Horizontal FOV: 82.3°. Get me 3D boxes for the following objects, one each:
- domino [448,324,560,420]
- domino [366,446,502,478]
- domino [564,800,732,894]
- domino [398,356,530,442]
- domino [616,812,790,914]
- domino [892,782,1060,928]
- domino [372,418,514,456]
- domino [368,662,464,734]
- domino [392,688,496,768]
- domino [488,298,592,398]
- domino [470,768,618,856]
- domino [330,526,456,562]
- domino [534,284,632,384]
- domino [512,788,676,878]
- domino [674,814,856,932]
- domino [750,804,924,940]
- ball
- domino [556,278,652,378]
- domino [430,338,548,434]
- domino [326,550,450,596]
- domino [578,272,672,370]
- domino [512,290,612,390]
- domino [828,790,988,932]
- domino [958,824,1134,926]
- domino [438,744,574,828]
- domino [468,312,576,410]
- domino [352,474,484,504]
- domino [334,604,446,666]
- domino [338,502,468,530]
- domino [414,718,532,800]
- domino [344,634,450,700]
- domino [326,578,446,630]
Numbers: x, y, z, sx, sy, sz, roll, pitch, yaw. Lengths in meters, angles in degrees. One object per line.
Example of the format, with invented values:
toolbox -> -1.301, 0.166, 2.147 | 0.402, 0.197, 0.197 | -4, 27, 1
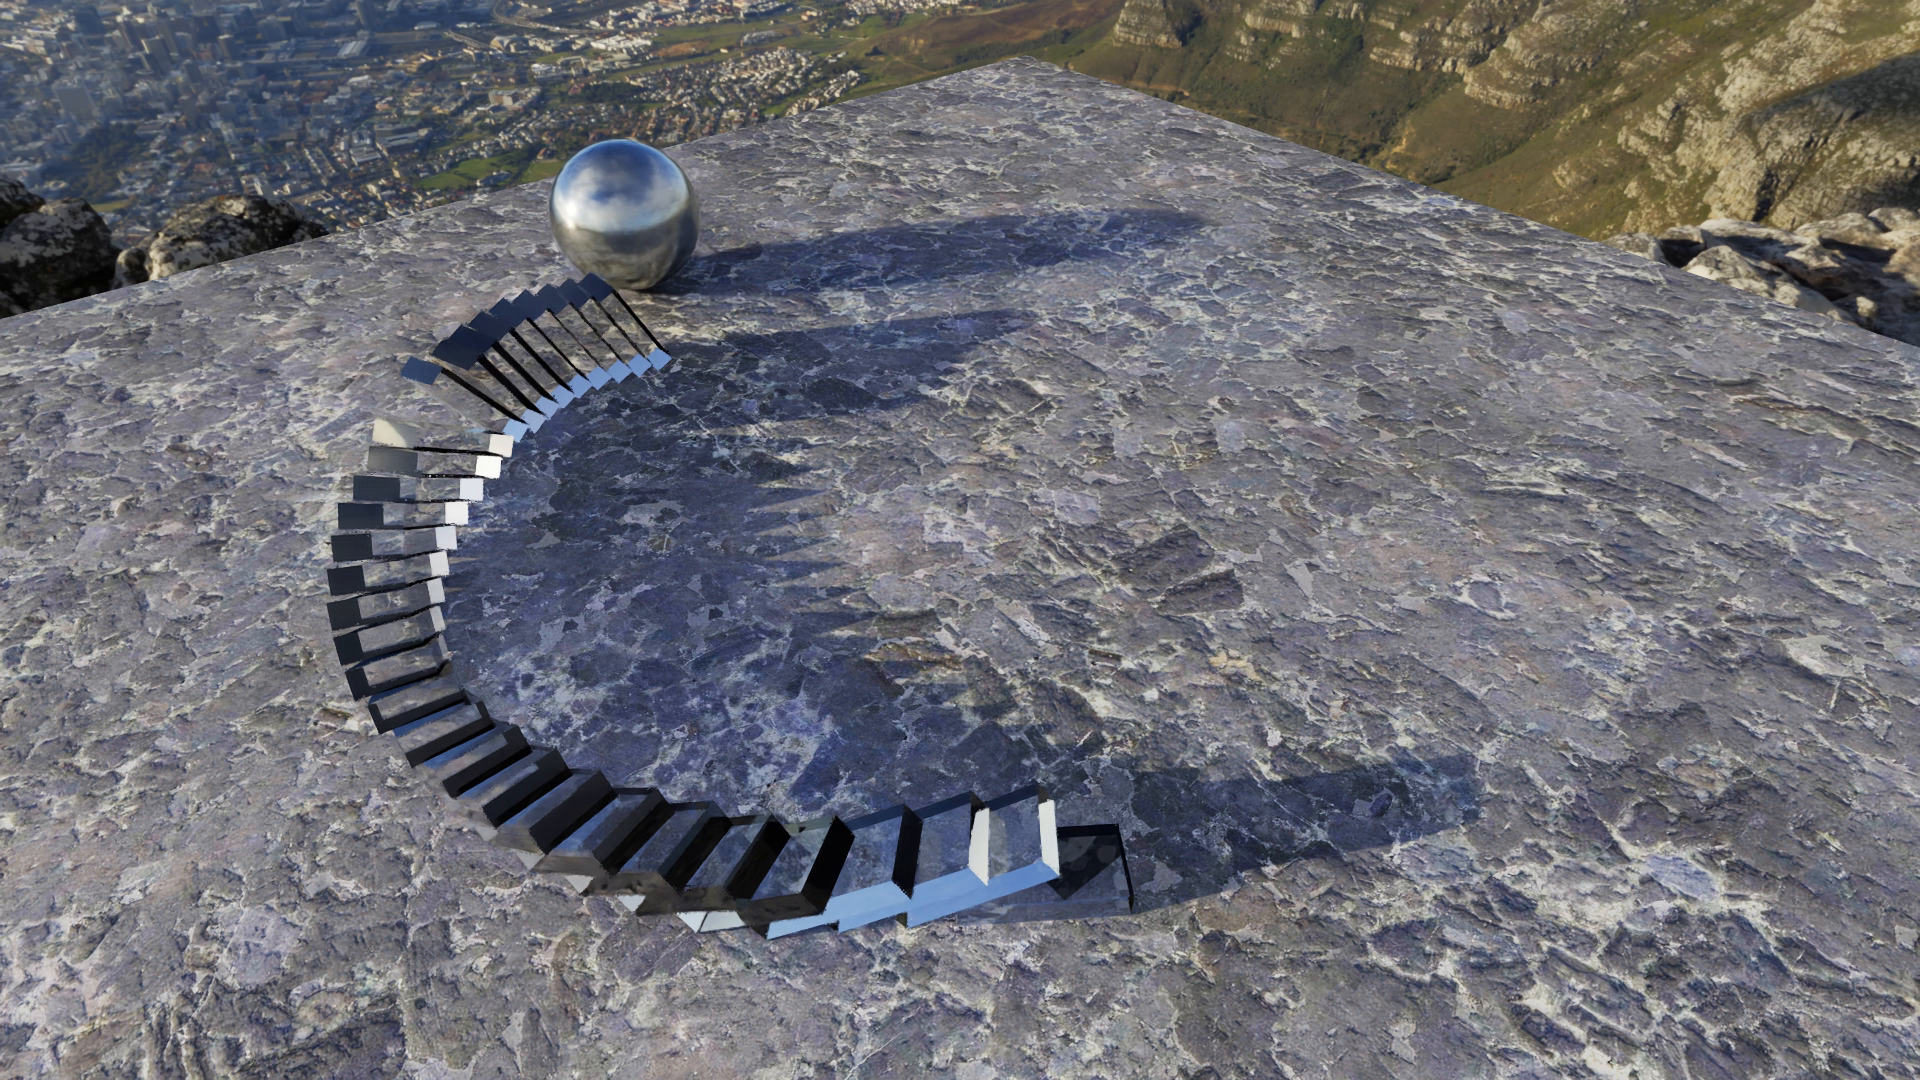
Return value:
domino -> -0.209, -0.076, 0.506 | 0.025, 0.050, 0.009 | 24, 72, 27
domino -> -0.219, -0.032, 0.461 | 0.025, 0.010, 0.050 | 9, 5, 11
domino -> -0.090, 0.088, 0.315 | 0.050, 0.010, 0.025 | -15, 26, 40
domino -> -0.219, -0.062, 0.487 | 0.025, 0.050, 0.010 | 17, 75, 31
domino -> -0.073, 0.092, 0.310 | 0.050, 0.009, 0.025 | -17, 27, 38
domino -> 0.003, 0.090, 0.313 | 0.050, 0.009, 0.025 | -26, 37, 21
domino -> -0.222, -0.044, 0.474 | 0.025, 0.009, 0.050 | 13, 6, 24
domino -> -0.178, 0.051, 0.360 | 0.025, 0.010, 0.050 | -22, 8, -24
domino -> -0.166, 0.059, 0.350 | 0.025, 0.010, 0.050 | -26, 10, -29
domino -> -0.199, -0.091, 0.523 | 0.025, 0.050, 0.010 | 34, 76, 34
domino -> -0.124, 0.079, 0.325 | 0.050, 0.009, 0.025 | -12, 22, 48
domino -> -0.215, 0.001, 0.420 | 0.025, 0.009, 0.050 | -4, 3, -4
domino -> -0.183, -0.100, 0.534 | 0.009, 0.050, 0.025 | -46, 53, -10
domino -> -0.107, 0.084, 0.320 | 0.050, 0.009, 0.025 | -13, 24, 43
domino -> -0.055, 0.094, 0.308 | 0.050, 0.010, 0.025 | -20, 29, 33
domino -> -0.035, 0.093, 0.310 | 0.050, 0.009, 0.025 | -23, 33, 24
ball -> -0.184, -0.178, 0.606 | 0.080, 0.080, 0.080 | 0, 39, 0
domino -> -0.174, -0.104, 0.539 | 0.010, 0.050, 0.025 | -46, 53, -10
domino -> -0.212, -0.069, 0.497 | 0.025, 0.050, 0.009 | 22, 71, 24
domino -> -0.210, 0.012, 0.407 | 0.025, 0.010, 0.050 | -7, 4, -9
domino -> -0.165, -0.108, 0.544 | 0.009, 0.050, 0.025 | -46, 53, -10
domino -> -0.191, -0.096, 0.529 | 0.010, 0.050, 0.025 | -46, 53, -10
domino -> -0.016, 0.091, 0.312 | 0.050, 0.010, 0.025 | -25, 35, 22
domino -> 0.024, 0.098, 0.324 | 0.050, 0.009, 0.025 | -3, 39, -3
domino -> -0.139, 0.073, 0.333 | 0.025, 0.010, 0.050 | -36, 15, -35
domino -> -0.204, -0.084, 0.514 | 0.025, 0.050, 0.009 | 28, 73, 30
domino -> -0.219, -0.021, 0.447 | 0.025, 0.010, 0.050 | 4, 4, 5
domino -> -0.197, 0.032, 0.382 | 0.025, 0.009, 0.050 | -14, 6, -16
domino -> -0.219, -0.010, 0.434 | 0.025, 0.009, 0.050 | 1, 3, 1
domino -> -0.152, 0.066, 0.341 | 0.025, 0.009, 0.050 | -31, 13, -32
domino -> -0.188, 0.042, 0.371 | 0.025, 0.009, 0.050 | -18, 7, -20
domino -> -0.205, 0.022, 0.395 | 0.025, 0.010, 0.050 | -10, 5, -12
